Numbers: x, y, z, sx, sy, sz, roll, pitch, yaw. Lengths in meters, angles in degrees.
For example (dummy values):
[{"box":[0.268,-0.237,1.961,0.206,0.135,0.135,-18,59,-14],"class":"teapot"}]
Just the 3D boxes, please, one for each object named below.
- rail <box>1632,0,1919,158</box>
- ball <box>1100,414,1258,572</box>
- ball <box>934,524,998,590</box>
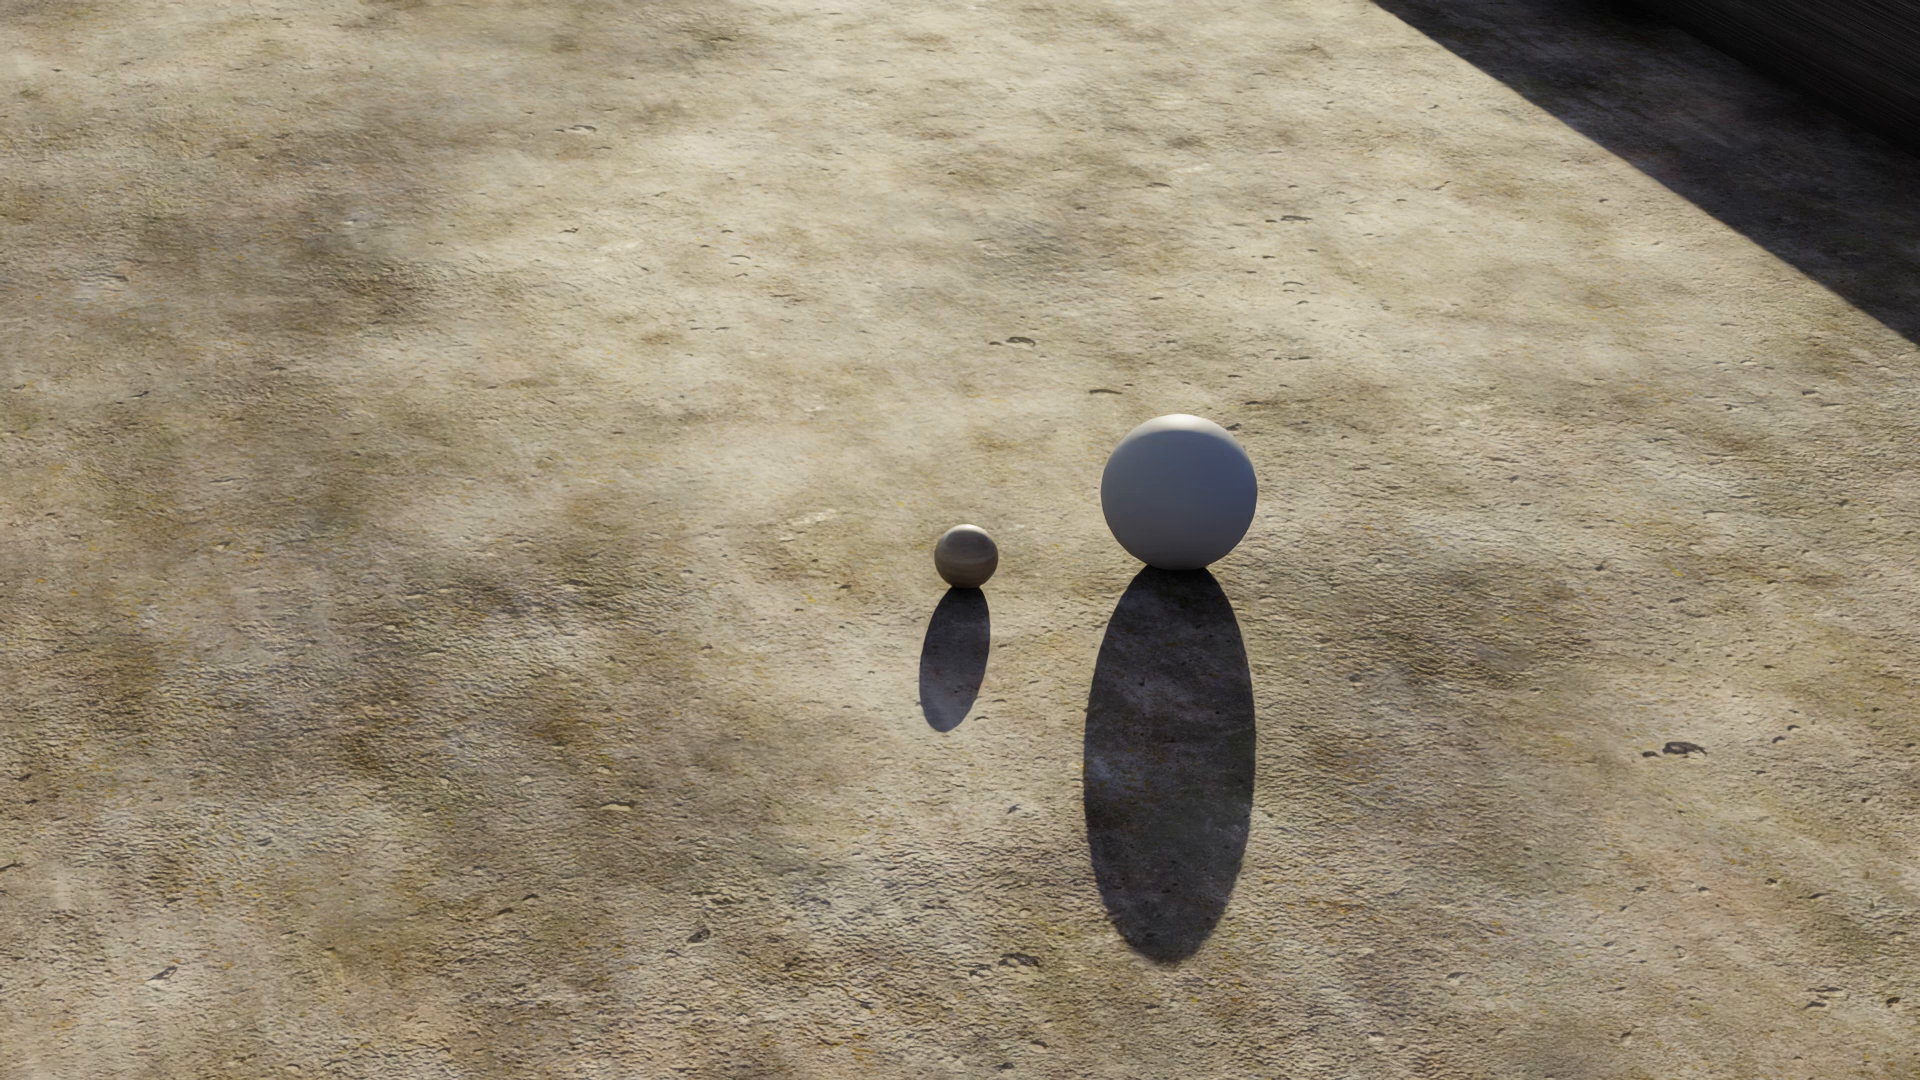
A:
[{"box":[0.630,-0.608,2.916,0.045,0.130,3.752,-10,30,-18],"class":"rail"},{"box":[0.139,-0.030,1.870,0.100,0.100,0.100,0,28,0],"class":"ball"},{"box":[0.004,0.011,1.856,0.041,0.041,0.041,0,28,0],"class":"ball"}]
